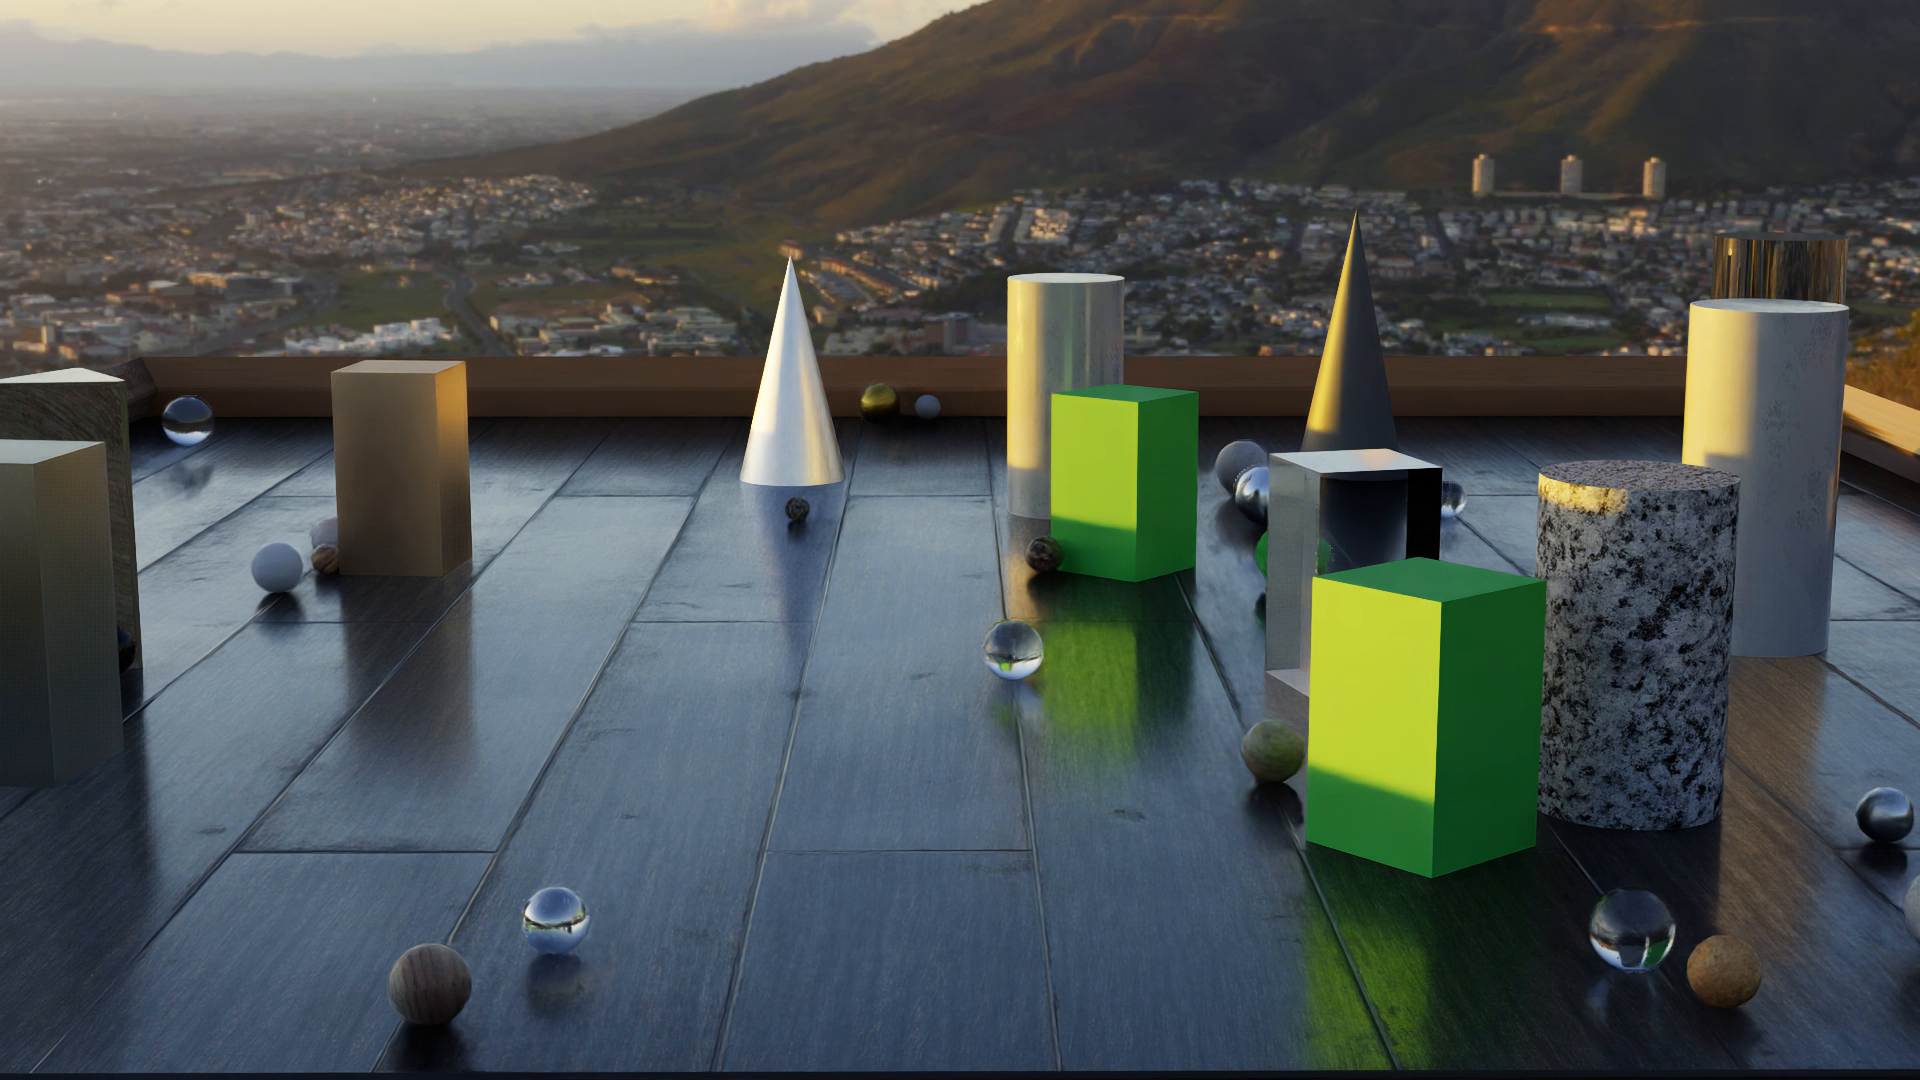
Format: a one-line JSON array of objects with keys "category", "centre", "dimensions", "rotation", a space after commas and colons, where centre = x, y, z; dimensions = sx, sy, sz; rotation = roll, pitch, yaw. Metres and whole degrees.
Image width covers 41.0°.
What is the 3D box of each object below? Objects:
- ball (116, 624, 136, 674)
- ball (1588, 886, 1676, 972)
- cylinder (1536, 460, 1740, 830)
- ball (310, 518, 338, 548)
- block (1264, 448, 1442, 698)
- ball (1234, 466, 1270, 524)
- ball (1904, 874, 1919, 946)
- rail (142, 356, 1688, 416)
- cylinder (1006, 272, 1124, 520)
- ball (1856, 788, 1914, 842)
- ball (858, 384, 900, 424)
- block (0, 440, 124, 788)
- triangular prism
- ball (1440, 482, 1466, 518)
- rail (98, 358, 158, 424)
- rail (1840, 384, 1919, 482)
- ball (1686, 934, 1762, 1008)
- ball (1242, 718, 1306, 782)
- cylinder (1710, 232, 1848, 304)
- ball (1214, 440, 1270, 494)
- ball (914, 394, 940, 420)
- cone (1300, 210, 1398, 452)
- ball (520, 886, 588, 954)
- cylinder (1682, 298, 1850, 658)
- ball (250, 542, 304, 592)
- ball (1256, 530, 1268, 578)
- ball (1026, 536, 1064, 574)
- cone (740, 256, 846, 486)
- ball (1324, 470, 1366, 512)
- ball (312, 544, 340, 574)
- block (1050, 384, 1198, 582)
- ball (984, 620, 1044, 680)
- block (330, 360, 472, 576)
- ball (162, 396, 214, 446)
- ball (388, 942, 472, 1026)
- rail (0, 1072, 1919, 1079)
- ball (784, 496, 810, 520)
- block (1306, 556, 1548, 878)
[{"category": "ball", "centre": [-1.022, 0.132, 3.084], "dimensions": [0.062, 0.062, 0.062], "rotation": [0, 11, 0]}, {"category": "ball", "centre": [0.545, 0.316, 2.081], "dimensions": [0.068, 0.068, 0.068], "rotation": [0, 11, 0]}, {"category": "cylinder", "centre": [0.661, 0.099, 2.527], "dimensions": [0.190, 0.331, 0.190], "rotation": [0, 11, 0]}, {"category": "ball", "centre": [-0.933, -0.003, 3.809], "dimensions": [0.062, 0.062, 0.062], "rotation": [0, 11, 0]}, {"category": "block", "centre": [0.463, 0.037, 3.033], "dimensions": [0.152, 0.266, 0.152], "rotation": [-3, 11, -15]}, {"category": "ball", "centre": [0.484, -0.071, 4.091], "dimensions": [0.093, 0.093, 0.093], "rotation": [0, 11, 0]}, {"category": "ball", "centre": [0.817, 0.304, 2.099], "dimensions": [0.085, 0.085, 0.085], "rotation": [0, 11, 0]}, {"category": "rail", "centre": [-0.011, -0.316, 5.314], "dimensions": [3.375, 0.123, 0.045], "rotation": [0, 11, 0]}, {"category": "cylinder", "centre": [0.172, -0.237, 4.193], "dimensions": [0.190, 0.382, 0.190], "rotation": [0, 11, 0]}, {"category": "ball", "centre": [0.874, 0.260, 2.424], "dimensions": [0.052, 0.052, 0.052], "rotation": [0, 11, 0]}, {"category": "ball", "centre": [-0.164, -0.276, 5.214], "dimensions": [0.084, 0.084, 0.084], "rotation": [0, 11, 0]}, {"category": "block", "centre": [-0.983, 0.073, 2.661], "dimensions": [0.152, 0.334, 0.152], "rotation": [2, 11, 8]}, {"category": "triangular prism", "centre": [-1.089, -0.028, 3.155], "dimensions": [0.164, 0.351, 0.142], "rotation": [-1, 11, -7]}, {"category": "ball", "centre": [0.789, -0.064, 4.154], "dimensions": [0.056, 0.056, 0.056], "rotation": [0, 11, 0]}, {"category": "rail", "centre": [-1.664, 0.033, 3.440], "dimensions": [0.045, 0.123, 3.841], "rotation": [0, 11, 0]}, {"category": "rail", "centre": [1.664, 0.030, 3.459], "dimensions": [0.045, 0.123, 3.841], "rotation": [0, 11, 0]}, {"category": "ball", "centre": [0.597, 0.336, 2.001], "dimensions": [0.057, 0.057, 0.057], "rotation": [0, 11, 0]}, {"category": "ball", "centre": [0.321, 0.216, 2.627], "dimensions": [0.065, 0.065, 0.065], "rotation": [0, 11, 0]}, {"category": "cylinder", "centre": [1.207, -0.214, 3.814], "dimensions": [0.190, 0.474, 0.190], "rotation": [0, 11, 0]}, {"category": "ball", "centre": [0.480, -0.122, 4.356], "dimensions": [0.095, 0.095, 0.095], "rotation": [0, 11, 0]}, {"category": "ball", "centre": [-0.067, -0.274, 5.284], "dimensions": [0.053, 0.053, 0.053], "rotation": [0, 11, 0]}, {"category": "cone", "centre": [0.709, -0.363, 4.627], "dimensions": [0.190, 0.469, 0.190], "rotation": [0, 11, 0]}, {"category": "ball", "centre": [-0.335, 0.314, 2.121], "dimensions": [0.056, 0.056, 0.056], "rotation": [0, 11, 0]}, {"category": "cylinder", "centre": [1.008, -0.082, 3.234], "dimensions": [0.190, 0.428, 0.190], "rotation": [0, 11, 0]}, {"category": "ball", "centre": [-0.950, 0.037, 3.569], "dimensions": [0.071, 0.071, 0.071], "rotation": [0, 11, 0]}, {"category": "ball", "centre": [0.460, 0.021, 3.611], "dimensions": [0.087, 0.087, 0.087], "rotation": [0, 11, 0]}, {"category": "ball", "centre": [0.122, 0.021, 3.701], "dimensions": [0.054, 0.054, 0.054], "rotation": [0, 11, 0]}, {"category": "cone", "centre": [-0.296, -0.305, 4.522], "dimensions": [0.190, 0.395, 0.190], "rotation": [0, 11, 0]}, {"category": "ball", "centre": [0.632, -0.081, 4.209], "dimensions": [0.069, 0.069, 0.069], "rotation": [0, 11, 0]}, {"category": "ball", "centre": [-0.914, 0.027, 3.701], "dimensions": [0.043, 0.043, 0.043], "rotation": [0, 11, 0]}, {"category": "block", "centre": [0.238, -0.086, 3.720], "dimensions": [0.152, 0.257, 0.152], "rotation": [9, 14, 38]}, {"category": "ball", "centre": [0.064, 0.132, 3.057], "dimensions": [0.073, 0.073, 0.073], "rotation": [0, 11, 0]}, {"category": "block", "centre": [-0.810, -0.107, 3.735], "dimensions": [0.152, 0.293, 0.152], "rotation": [1, 11, 5]}, {"category": "ball", "centre": [-1.482, -0.228, 4.924], "dimensions": [0.095, 0.095, 0.095], "rotation": [0, 11, 0]}, {"category": "ball", "centre": [-0.406, 0.340, 1.965], "dimensions": [0.062, 0.062, 0.062], "rotation": [0, 11, 0]}, {"category": "rail", "centre": [0.011, 0.379, 1.585], "dimensions": [3.375, 0.123, 0.045], "rotation": [0, 11, 0]}, {"category": "ball", "centre": [-0.261, -0.051, 4.125], "dimensions": [0.040, 0.040, 0.040], "rotation": [0, 11, 0]}, {"category": "block", "centre": [0.435, 0.161, 2.401], "dimensions": [0.152, 0.255, 0.152], "rotation": [-9, 14, -40]}]
